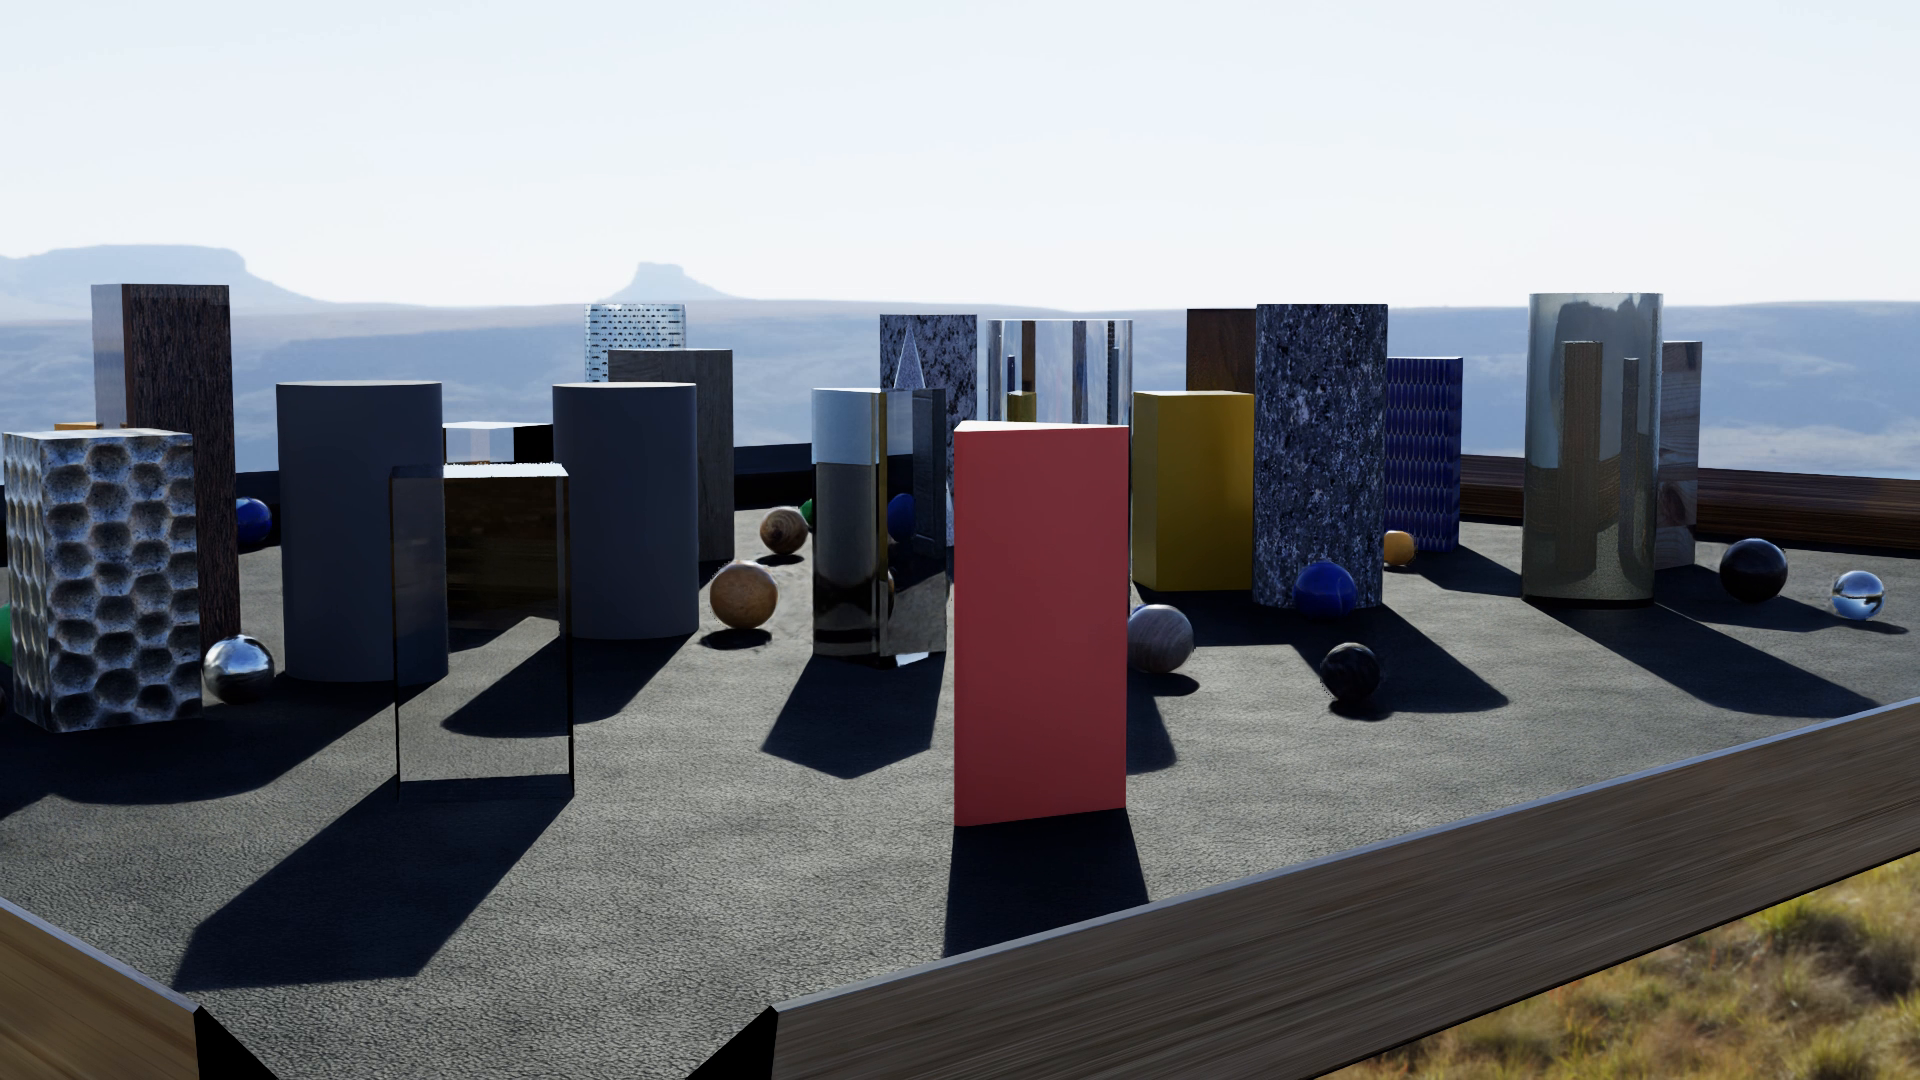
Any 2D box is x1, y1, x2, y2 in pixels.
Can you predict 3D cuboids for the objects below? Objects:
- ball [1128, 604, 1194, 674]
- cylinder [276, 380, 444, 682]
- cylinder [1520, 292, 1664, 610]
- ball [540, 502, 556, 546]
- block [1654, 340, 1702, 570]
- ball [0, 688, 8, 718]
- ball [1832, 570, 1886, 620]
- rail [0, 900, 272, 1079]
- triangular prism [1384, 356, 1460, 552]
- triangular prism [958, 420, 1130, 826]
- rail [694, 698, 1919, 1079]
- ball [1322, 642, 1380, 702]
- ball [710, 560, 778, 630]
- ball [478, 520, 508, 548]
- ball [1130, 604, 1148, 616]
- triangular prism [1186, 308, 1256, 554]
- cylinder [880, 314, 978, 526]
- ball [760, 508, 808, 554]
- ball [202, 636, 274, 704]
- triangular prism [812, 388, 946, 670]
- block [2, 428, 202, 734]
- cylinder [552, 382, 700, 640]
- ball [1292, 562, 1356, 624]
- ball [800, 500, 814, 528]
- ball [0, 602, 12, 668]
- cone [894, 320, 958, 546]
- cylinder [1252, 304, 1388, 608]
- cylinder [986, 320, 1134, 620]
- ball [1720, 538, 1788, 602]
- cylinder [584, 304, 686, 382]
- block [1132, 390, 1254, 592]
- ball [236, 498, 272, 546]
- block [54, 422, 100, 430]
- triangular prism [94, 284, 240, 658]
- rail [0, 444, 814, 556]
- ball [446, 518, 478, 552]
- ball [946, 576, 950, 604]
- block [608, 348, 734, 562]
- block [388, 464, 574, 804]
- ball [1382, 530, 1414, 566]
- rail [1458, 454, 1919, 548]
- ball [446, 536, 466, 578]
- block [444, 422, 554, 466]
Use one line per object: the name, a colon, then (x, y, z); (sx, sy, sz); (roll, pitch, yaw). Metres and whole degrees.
ball: (0.244, 0.121, 2.704); (0.086, 0.086, 0.086); (0, 6, 0)
cylinder: (-0.738, -0.016, 2.723); (0.197, 0.356, 0.197); (0, 6, 0)
cylinder: (0.963, -0.140, 3.355); (0.197, 0.470, 0.197); (0, 6, 0)
ball: (-0.741, -0.031, 4.126); (0.094, 0.094, 0.094); (0, 6, 0)
block: (1.184, -0.153, 3.859); (0.158, 0.390, 0.158); (-6, 8, -44)
ball: (-1.049, 0.175, 2.355); (0.052, 0.052, 0.052); (0, 6, 0)
ball: (1.295, 0.080, 3.168); (0.072, 0.072, 0.072); (0, 6, 0)
rail: (-1.336, 0.161, 2.106); (0.045, 0.128, 3.325); (-5, 8, -42)
triangular prism: (0.899, -0.166, 4.154); (0.148, 0.356, 0.171); (-5, 8, -42)
triangular prism: (0.040, 0.067, 1.991); (0.171, 0.342, 0.148); (-3, 7, -27)
rail: (1.111, 0.158, 2.134); (3.684, 0.128, 0.045); (-5, 8, -42)
ball: (0.447, 0.151, 2.513); (0.067, 0.067, 0.067); (0, 6, 0)
ball: (-0.302, 0.077, 3.075); (0.096, 0.096, 0.096); (0, 6, 0)
ball: (-0.880, -0.013, 4.143); (0.053, 0.053, 0.053); (0, 6, 0)
ball: (0.255, 0.109, 3.026); (0.043, 0.043, 0.043); (0, 6, 0)
triangular prism: (0.510, -0.207, 4.101); (0.171, 0.448, 0.148); (1, 6, 8)
cylinder: (-0.063, -0.239, 4.464); (0.197, 0.437, 0.197); (0, 6, 0)
ball: (-0.321, -0.016, 4.013); (0.088, 0.088, 0.088); (0, 6, 0)
ball: (-0.819, 0.147, 2.496); (0.078, 0.078, 0.078); (0, 6, 0)
triangular prism: (-0.081, -0.021, 2.827); (0.148, 0.344, 0.171); (-4, 7, -34)
block: (-0.942, 0.038, 2.415); (0.158, 0.311, 0.158); (-4, 7, -36)
cylinder: (-0.465, -0.045, 3.064); (0.197, 0.342, 0.197); (0, 6, 0)
ball: (0.519, 0.075, 3.133); (0.089, 0.089, 0.089); (0, 6, 0)
ball: (-0.301, -0.055, 4.521); (0.058, 0.058, 0.058); (0, 6, 0)
ball: (-1.156, 0.117, 2.727); (0.090, 0.090, 0.090); (0, 6, 0)
cone: (-0.096, -0.209, 4.207); (0.197, 0.430, 0.197); (0, 6, 0)
cylinder: (0.548, -0.132, 3.355); (0.197, 0.454, 0.197); (0, 6, 0)
cylinder: (0.134, -0.081, 2.979); (0.197, 0.432, 0.197); (0, 6, 0)
ball: (1.212, 0.047, 3.357); (0.099, 0.099, 0.099); (0, 6, 0)
cylinder: (-0.632, -0.232, 4.303); (0.197, 0.456, 0.197); (0, 6, 0)
block: (0.376, -0.083, 3.568); (0.158, 0.312, 0.158); (-1, 6, -10)
ball: (-1.348, -0.034, 4.157); (0.093, 0.093, 0.093); (0, 6, 0)
block: (-1.124, -0.017, 3.035); (0.158, 0.291, 0.158); (3, 7, 27)
triangular prism: (-1.005, -0.088, 2.823); (0.148, 0.477, 0.171); (-4, 7, -33)
rail: (-1.111, -0.092, 4.530); (3.684, 0.128, 0.045); (-5, 8, -42)
ball: (-0.926, -0.009, 4.079); (0.060, 0.060, 0.060); (0, 6, 0)
ball: (-0.058, 0.072, 3.168); (0.088, 0.088, 0.088); (0, 6, 0)
block: (-0.517, -0.154, 3.943); (0.158, 0.375, 0.158); (-6, 8, -44)
block: (-0.449, 0.082, 2.065); (0.158, 0.296, 0.158); (-1, 6, -13)
ball: (0.763, 0.014, 3.843); (0.063, 0.063, 0.063); (0, 6, 0)
rail: (1.336, -0.095, 4.558); (0.045, 0.128, 3.325); (-5, 8, -42)
ball: (-0.859, 0.028, 3.650); (0.074, 0.074, 0.074); (0, 6, 0)
block: (-0.743, -0.045, 3.423); (0.158, 0.267, 0.158); (3, 7, 26)
